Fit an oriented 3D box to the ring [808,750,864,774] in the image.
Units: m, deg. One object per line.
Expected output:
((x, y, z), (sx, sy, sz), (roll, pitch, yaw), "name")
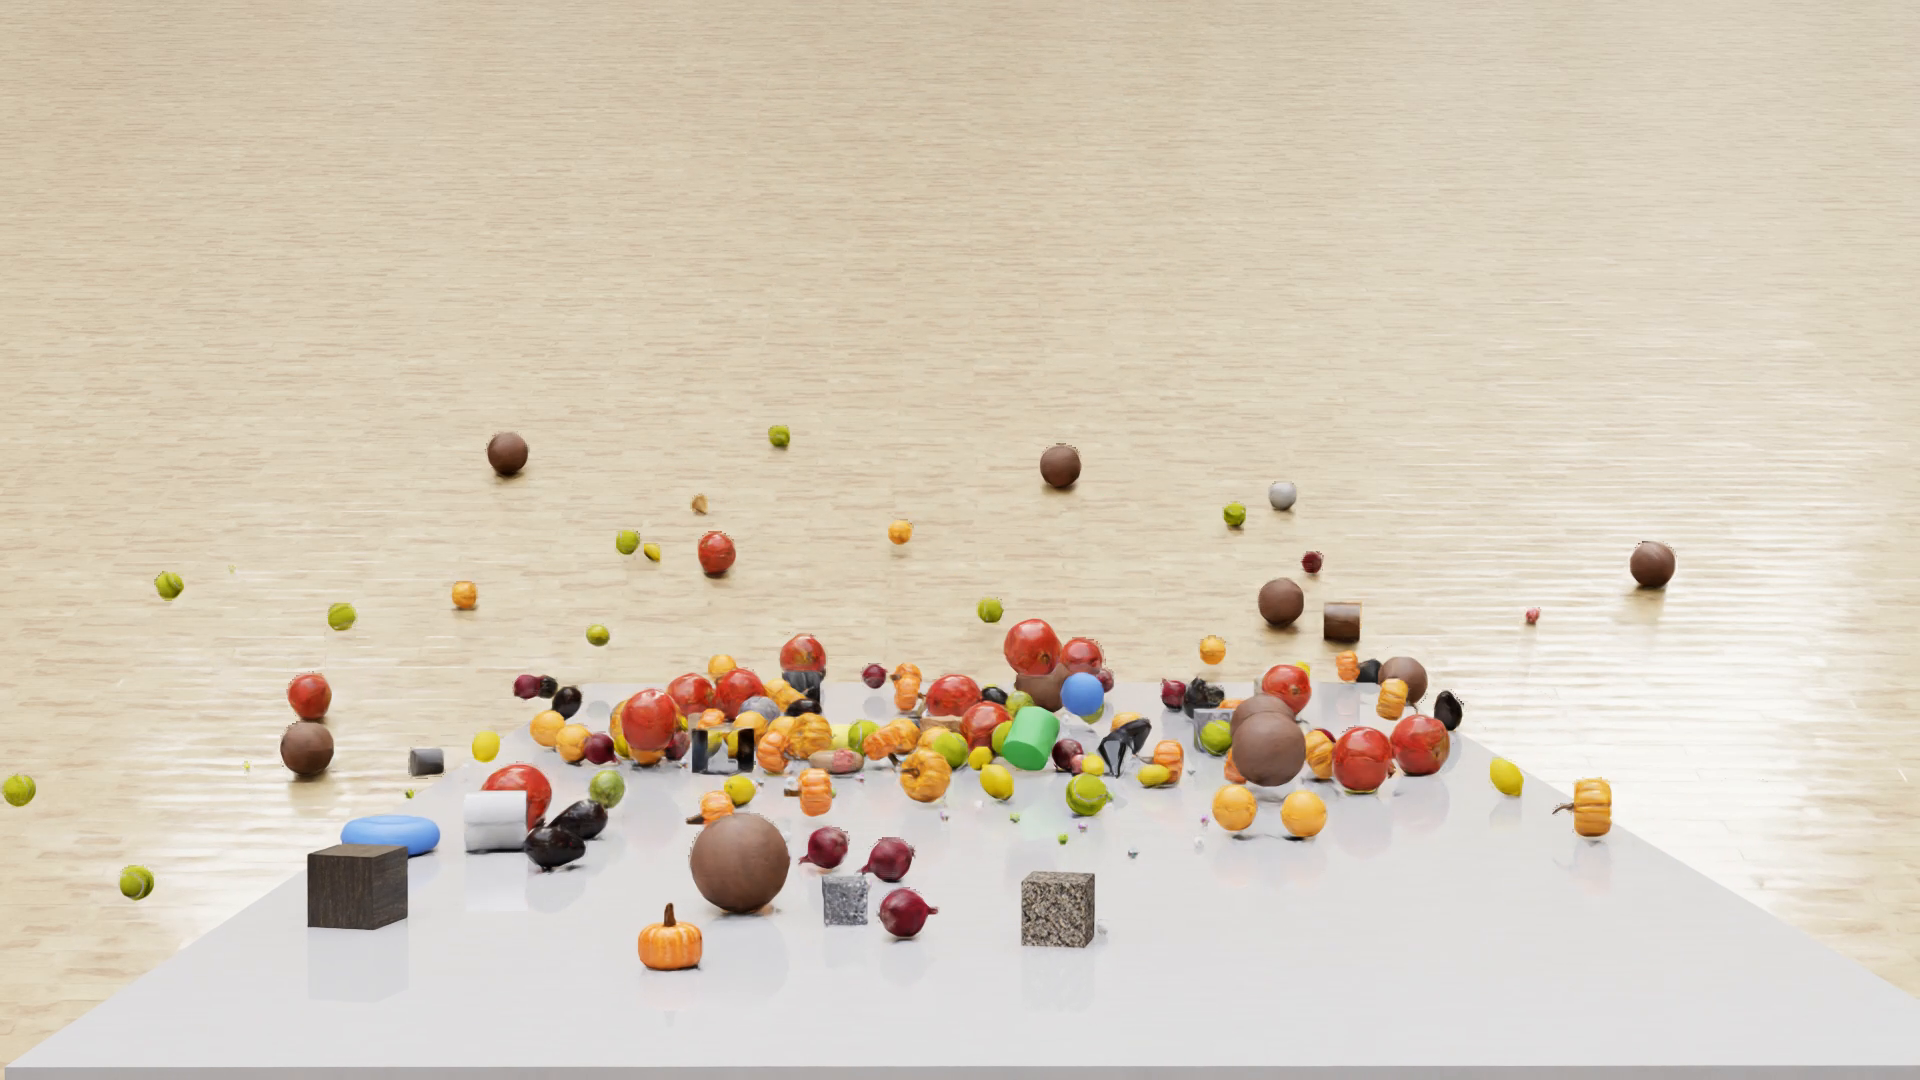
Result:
((-0.232, 0.413, 4.804), (0.106, 0.035, 0.106), (1, 1, 0), "ring")

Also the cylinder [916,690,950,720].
((-0.057, 0.364, 5.545), (0.059, 0.059, 0.059), (6, 24, 14), "cylinder")

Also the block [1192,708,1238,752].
((0.509, 0.378, 5.131), (0.078, 0.078, 0.078), (0, 2, -3), "block")

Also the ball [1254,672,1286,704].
((0.724, 0.345, 6.023), (0.076, 0.076, 0.076), (0, 24, 0), "ball")

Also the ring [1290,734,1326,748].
((0.698, 0.403, 5.166), (0.075, 0.025, 0.075), (-4, 1, 0), "ring")

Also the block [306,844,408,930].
((-0.772, 0.444, 3.301), (0.093, 0.093, 0.093), (1, 2, 15), "block")

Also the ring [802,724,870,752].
((-0.248, 0.395, 5.138), (0.138, 0.046, 0.138), (1, 1, 0), "ring")

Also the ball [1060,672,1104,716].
((0.240, 0.303, 5.044), (0.085, 0.085, 0.085), (0, 24, 0), "ball")

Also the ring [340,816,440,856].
((-0.855, 0.444, 3.864), (0.145, 0.048, 0.145), (1, 1, 0), "ring")

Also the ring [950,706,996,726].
((0.021, 0.382, 5.580), (0.112, 0.037, 0.112), (-1, 3, 0), "ring")

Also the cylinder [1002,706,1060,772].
((0.132, 0.368, 4.768), (0.086, 0.086, 0.086), (9, 50, 20), "cylinder")

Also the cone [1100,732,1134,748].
((0.305, 0.412, 4.873), (0.071, 0.071, 0.071), (-6, 30, -13), "cone")

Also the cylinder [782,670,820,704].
((-0.370, 0.343, 5.999), (0.080, 0.080, 0.080), (-1, 23, -10), "cylinder")

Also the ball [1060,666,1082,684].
((0.278, 0.340, 6.429), (0.055, 0.055, 0.055), (0, 24, 0), "ball")

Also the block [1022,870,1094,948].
((0.121, 0.455, 3.175), (0.079, 0.079, 0.079), (0, 2, 12), "block")

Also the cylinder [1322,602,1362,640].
((1.034, 0.219, 6.966), (0.099, 0.099, 0.099), (1, 23, 10), "cylinder")

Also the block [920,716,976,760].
((-0.024, 0.385, 5.009), (0.076, 0.076, 0.076), (-2, 3, -37), "block")

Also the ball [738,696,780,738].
((-0.416, 0.366, 5.327), (0.088, 0.088, 0.088), (0, 24, 0), "ball")

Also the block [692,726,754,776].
((-0.440, 0.391, 4.789), (0.081, 0.081, 0.081), (1, 3, 33), "block")

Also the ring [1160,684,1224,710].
((0.537, 0.362, 5.941), (0.147, 0.049, 0.147), (-1, 1, 0), "ring")

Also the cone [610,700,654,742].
((-0.674, 0.391, 5.304), (0.092, 0.092, 0.092), (-4, 29, -9), "cone")

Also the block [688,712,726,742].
((-0.518, 0.384, 5.270), (0.057, 0.057, 0.057), (1, 2, 19), "block")

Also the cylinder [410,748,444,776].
((-1.033, 0.430, 4.990), (0.053, 0.053, 0.053), (-1, 21, -30), "cylinder")

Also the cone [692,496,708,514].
((-0.773, -0.096, 7.785), (0.056, 0.056, 0.056), (-15, 51, -31), "cone")

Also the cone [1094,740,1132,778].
((0.284, 0.417, 4.726), (0.072, 0.072, 0.072), (-1, 29, -1), "cone")

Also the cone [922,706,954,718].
((-0.047, 0.393, 5.360), (0.071, 0.071, 0.071), (1, 29, 3), "cone")

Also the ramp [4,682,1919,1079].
((0.054, 0.491, 4.542), (2.000, 0.100, 4.000), (0, 2, 0), "ramp")

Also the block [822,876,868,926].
((-0.147, 0.462, 3.303), (0.054, 0.054, 0.054), (0, 2, -7), "block")

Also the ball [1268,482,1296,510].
((0.978, -0.134, 7.802), (0.085, 0.085, 0.085), (0, 24, 0), "ball")
